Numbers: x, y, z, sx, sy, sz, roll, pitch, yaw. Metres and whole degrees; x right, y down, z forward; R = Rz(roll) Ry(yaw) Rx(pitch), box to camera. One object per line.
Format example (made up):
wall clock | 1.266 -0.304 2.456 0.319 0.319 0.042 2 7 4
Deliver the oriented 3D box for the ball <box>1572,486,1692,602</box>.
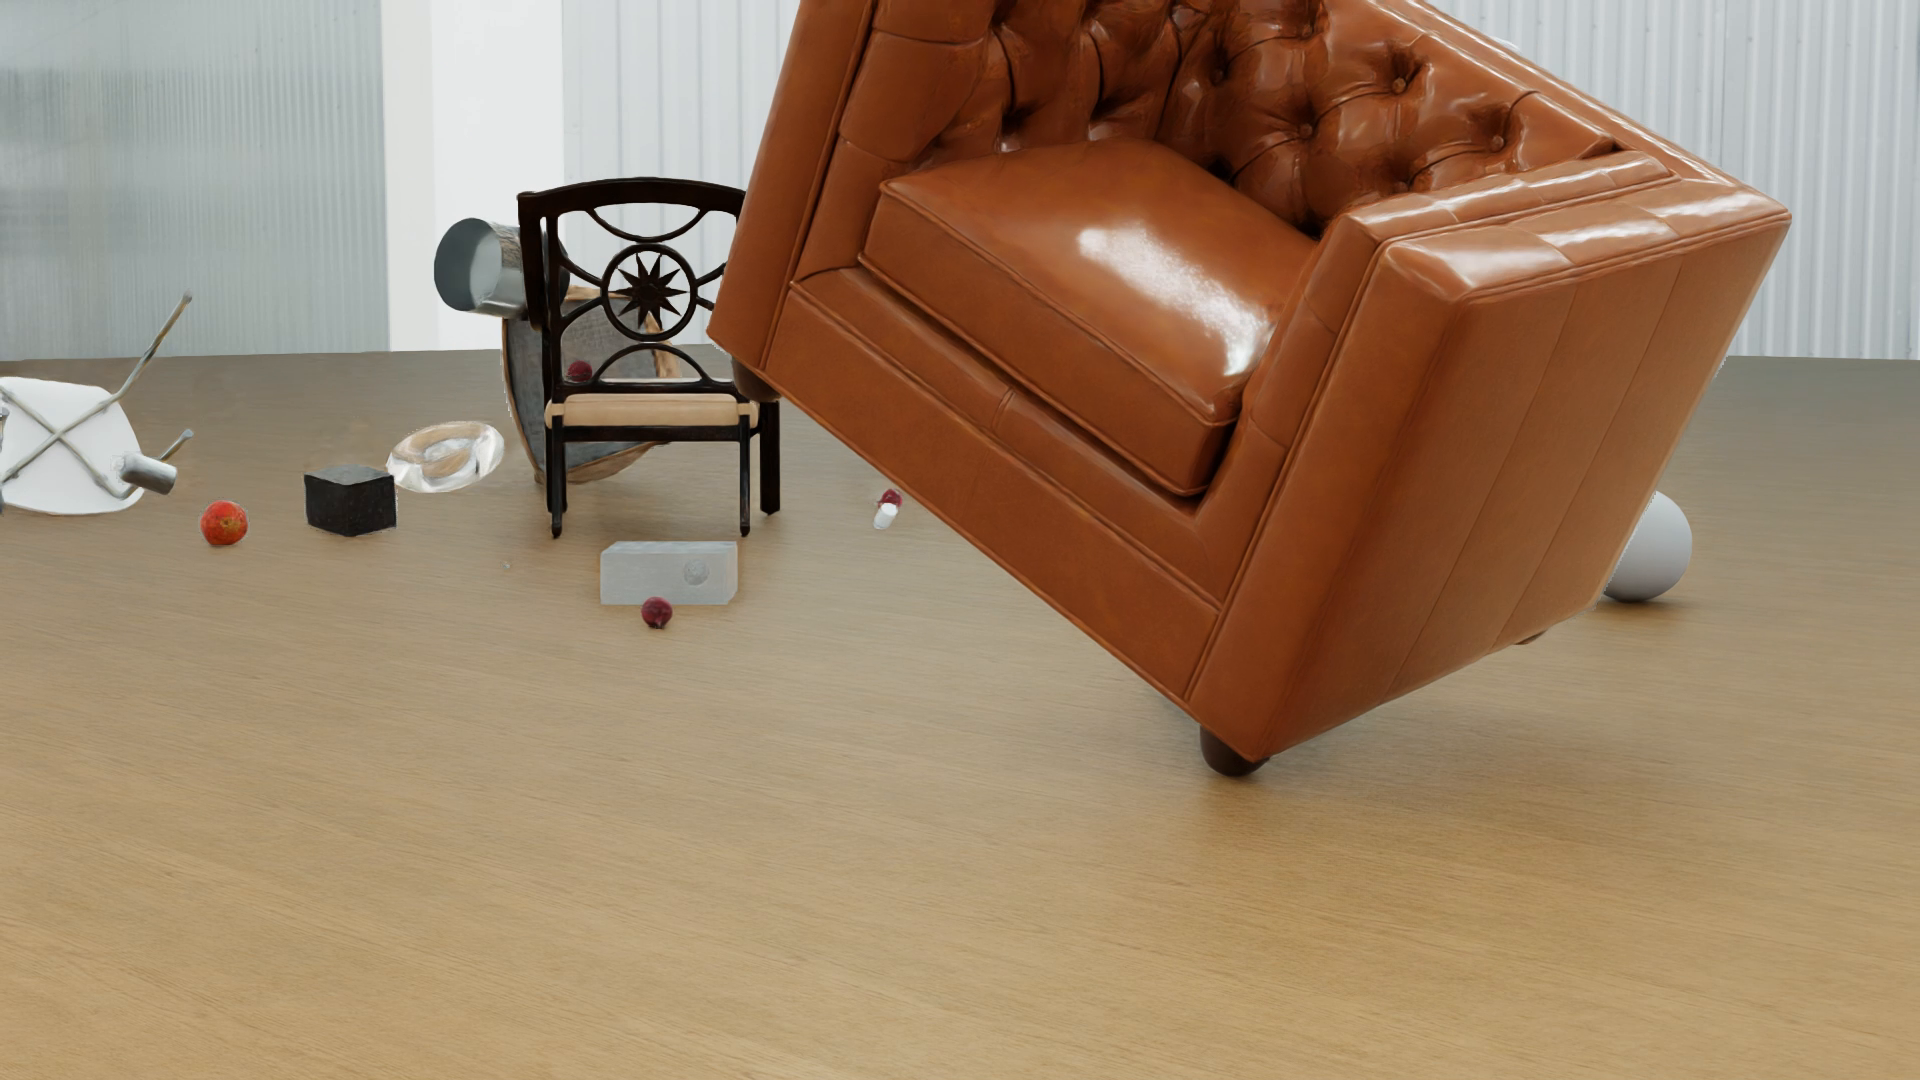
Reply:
ball | 1.361 0.008 5.192 0.235 0.235 0.235 0 6 0

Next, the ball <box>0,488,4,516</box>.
ball | -2.506 -0.097 6.462 0.183 0.183 0.183 0 6 0

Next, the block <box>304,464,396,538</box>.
block | -1.558 -0.103 6.560 0.175 0.135 0.148 14 21 39

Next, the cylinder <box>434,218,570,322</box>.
cylinder | -1.272 -0.749 7.129 0.272 0.257 0.259 -6 -6 36

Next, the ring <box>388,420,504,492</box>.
ring | -1.581 -0.256 7.893 0.381 0.101 0.299 -6 38 14

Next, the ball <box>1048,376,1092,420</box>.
ball | 0.248 -0.323 5.811 0.097 0.097 0.097 0 6 0

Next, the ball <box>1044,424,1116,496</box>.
ball | 0.360 -0.241 7.693 0.218 0.218 0.218 0 6 0

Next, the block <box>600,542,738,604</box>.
block | -0.594 0.067 5.263 0.253 0.103 0.229 0 6 0
